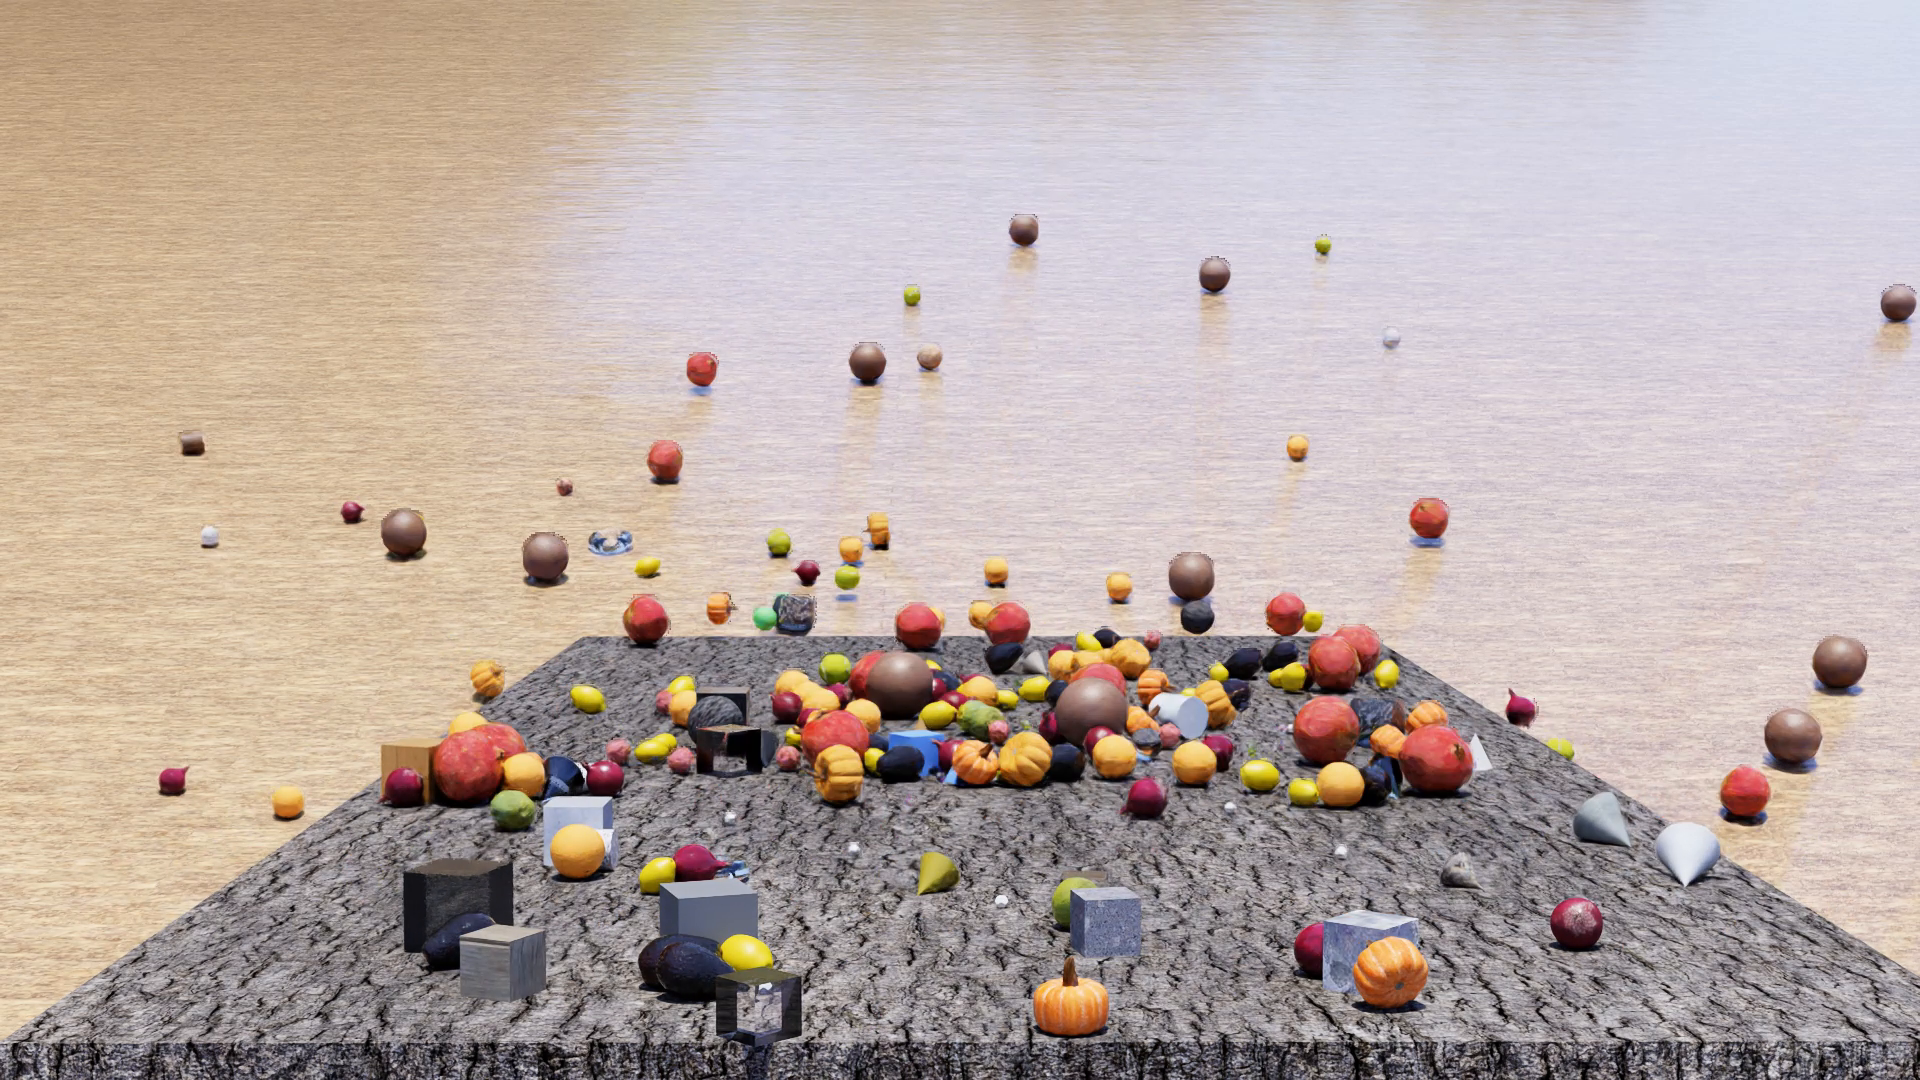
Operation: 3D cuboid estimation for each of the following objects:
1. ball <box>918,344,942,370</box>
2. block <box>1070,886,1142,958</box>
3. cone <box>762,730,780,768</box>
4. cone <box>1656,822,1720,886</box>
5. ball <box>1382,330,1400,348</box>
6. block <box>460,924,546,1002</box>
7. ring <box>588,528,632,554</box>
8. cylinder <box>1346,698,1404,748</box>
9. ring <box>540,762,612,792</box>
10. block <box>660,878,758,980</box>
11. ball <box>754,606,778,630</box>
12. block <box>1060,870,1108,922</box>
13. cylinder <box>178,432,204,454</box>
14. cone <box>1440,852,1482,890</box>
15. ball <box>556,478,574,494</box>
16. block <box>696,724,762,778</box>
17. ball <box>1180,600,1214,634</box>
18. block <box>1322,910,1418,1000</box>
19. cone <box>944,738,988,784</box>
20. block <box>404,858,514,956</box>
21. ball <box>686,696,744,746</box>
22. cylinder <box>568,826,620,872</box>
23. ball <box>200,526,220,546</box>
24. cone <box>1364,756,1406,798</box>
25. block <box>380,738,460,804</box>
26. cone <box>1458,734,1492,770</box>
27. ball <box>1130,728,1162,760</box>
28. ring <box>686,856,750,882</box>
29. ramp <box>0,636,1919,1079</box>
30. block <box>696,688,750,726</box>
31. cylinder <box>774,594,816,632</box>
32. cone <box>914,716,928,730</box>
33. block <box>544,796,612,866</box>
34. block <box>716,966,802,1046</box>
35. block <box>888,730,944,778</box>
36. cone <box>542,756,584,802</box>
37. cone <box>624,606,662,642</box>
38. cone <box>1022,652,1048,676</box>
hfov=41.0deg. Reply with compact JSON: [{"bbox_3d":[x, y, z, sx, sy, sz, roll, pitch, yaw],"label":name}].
[{"bbox_3d":[-0.108,-0.652,9.160,0.090,0.090,0.090,0,20,0],"label":"ball"},{"bbox_3d":[0.166,0.437,2.940,0.066,0.066,0.066,-1,4,-12],"label":"block"},{"bbox_3d":[-0.333,0.367,4.347,0.065,0.065,0.065,-4,31,-12],"label":"cone"},{"bbox_3d":[0.945,0.426,3.339,0.083,0.083,0.083,6,32,16],"label":"cone"},{"bbox_3d":[1.585,-0.741,9.437,0.068,0.068,0.068,0,20,0],"label":"ball"},{"bbox_3d":[-0.487,0.451,2.739,0.065,0.065,0.065,2,4,26],"label":"block"},{"bbox_3d":[-1.010,0.003,7.415,0.131,0.044,0.131,-1,19,0],"label":"ring"},{"bbox_3d":[0.741,0.326,4.576,0.081,0.081,0.081,2,19,27],"label":"cylinder"},{"bbox_3d":[-0.612,0.379,4.093,0.116,0.039,0.116,-3,1,0],"label":"ring"},{"bbox_3d":[-0.280,0.431,2.854,0.089,0.089,0.089,-1,4,-20],"label":"block"},{"bbox_3d":[-0.512,0.207,6.753,0.063,0.063,0.063,0,20,0],"label":"ball"},{"bbox_3d":[0.151,0.433,3.113,0.053,0.053,0.053,0,4,8],"label":"block"},{"bbox_3d":[-2.469,-0.311,8.248,0.067,0.067,0.067,-8,22,-22],"label":"cylinder"},{"bbox_3d":[0.654,0.436,3.302,0.050,0.050,0.050,-16,40,-38],"label":"cone"},{"bbox_3d":[-1.210,-0.164,7.865,0.051,0.051,0.051,0,20,0],"label":"ball"},{"bbox_3d":[-0.382,0.350,4.255,0.075,0.075,0.075,3,5,43],"label":"block"},{"bbox_3d":[0.618,0.201,6.687,0.090,0.090,0.090,0,20,0],"label":"ball"},{"bbox_3d":[0.441,0.445,2.759,0.074,0.074,0.074,3,5,39],"label":"block"},{"bbox_3d":[0.010,0.356,4.181,0.071,0.071,0.071,0,4,0],"label":"cone"},{"bbox_3d":[-0.578,0.423,2.963,0.092,0.092,0.092,1,4,16],"label":"block"},{"bbox_3d":[-0.429,0.322,4.503,0.099,0.099,0.099,0,20,0],"label":"ball"},{"bbox_3d":[-0.488,0.413,3.426,0.054,0.054,0.054,12,21,5],"label":"cylinder"},{"bbox_3d":[-2.173,-0.011,7.433,0.056,0.056,0.056,0,20,0],"label":"ball"},{"bbox_3d":[0.676,0.387,4.024,0.067,0.067,0.067,-4,36,-10],"label":"cone"},{"bbox_3d":[-0.843,0.360,4.014,0.087,0.087,0.087,1,4,23],"label":"block"},{"bbox_3d":[0.867,0.353,4.320,0.059,0.059,0.059,0,4,0],"label":"cone"},{"bbox_3d":[0.318,0.350,4.400,0.056,0.056,0.056,0,20,0],"label":"ball"},{"bbox_3d":[-0.316,0.431,3.353,0.083,0.028,0.083,-1,5,0],"label":"ring"},{"bbox_3d":[0.047,0.420,4.534,2.000,0.100,4.000,0,4,0],"label":"ramp"},{"bbox_3d":[-0.429,0.317,4.652,0.091,0.091,0.091,0,4,-1],"label":"block"},{"bbox_3d":[-0.441,0.194,6.814,0.090,0.090,0.090,5,20,14],"label":"cylinder"},{"bbox_3d":[-0.067,0.340,4.388,0.079,0.079,0.079,0,4,0],"label":"cone"},{"bbox_3d":[-0.519,0.396,3.494,0.080,0.080,0.080,0,4,2],"label":"block"},{"bbox_3d":[-0.200,0.464,2.558,0.061,0.061,0.061,-4,5,-44],"label":"block"},{"bbox_3d":[-0.072,0.354,4.263,0.066,0.066,0.066,-3,4,-35],"label":"block"},{"bbox_3d":[-0.634,0.388,3.998,0.073,0.073,0.073,6,32,16],"label":"cone"},{"bbox_3d":[-0.794,0.231,6.399,0.095,0.095,0.095,0,30,0],"label":"cone"},{"bbox_3d":[0.176,0.285,5.682,0.056,0.056,0.056,-15,39,-36],"label":"cone"}]
